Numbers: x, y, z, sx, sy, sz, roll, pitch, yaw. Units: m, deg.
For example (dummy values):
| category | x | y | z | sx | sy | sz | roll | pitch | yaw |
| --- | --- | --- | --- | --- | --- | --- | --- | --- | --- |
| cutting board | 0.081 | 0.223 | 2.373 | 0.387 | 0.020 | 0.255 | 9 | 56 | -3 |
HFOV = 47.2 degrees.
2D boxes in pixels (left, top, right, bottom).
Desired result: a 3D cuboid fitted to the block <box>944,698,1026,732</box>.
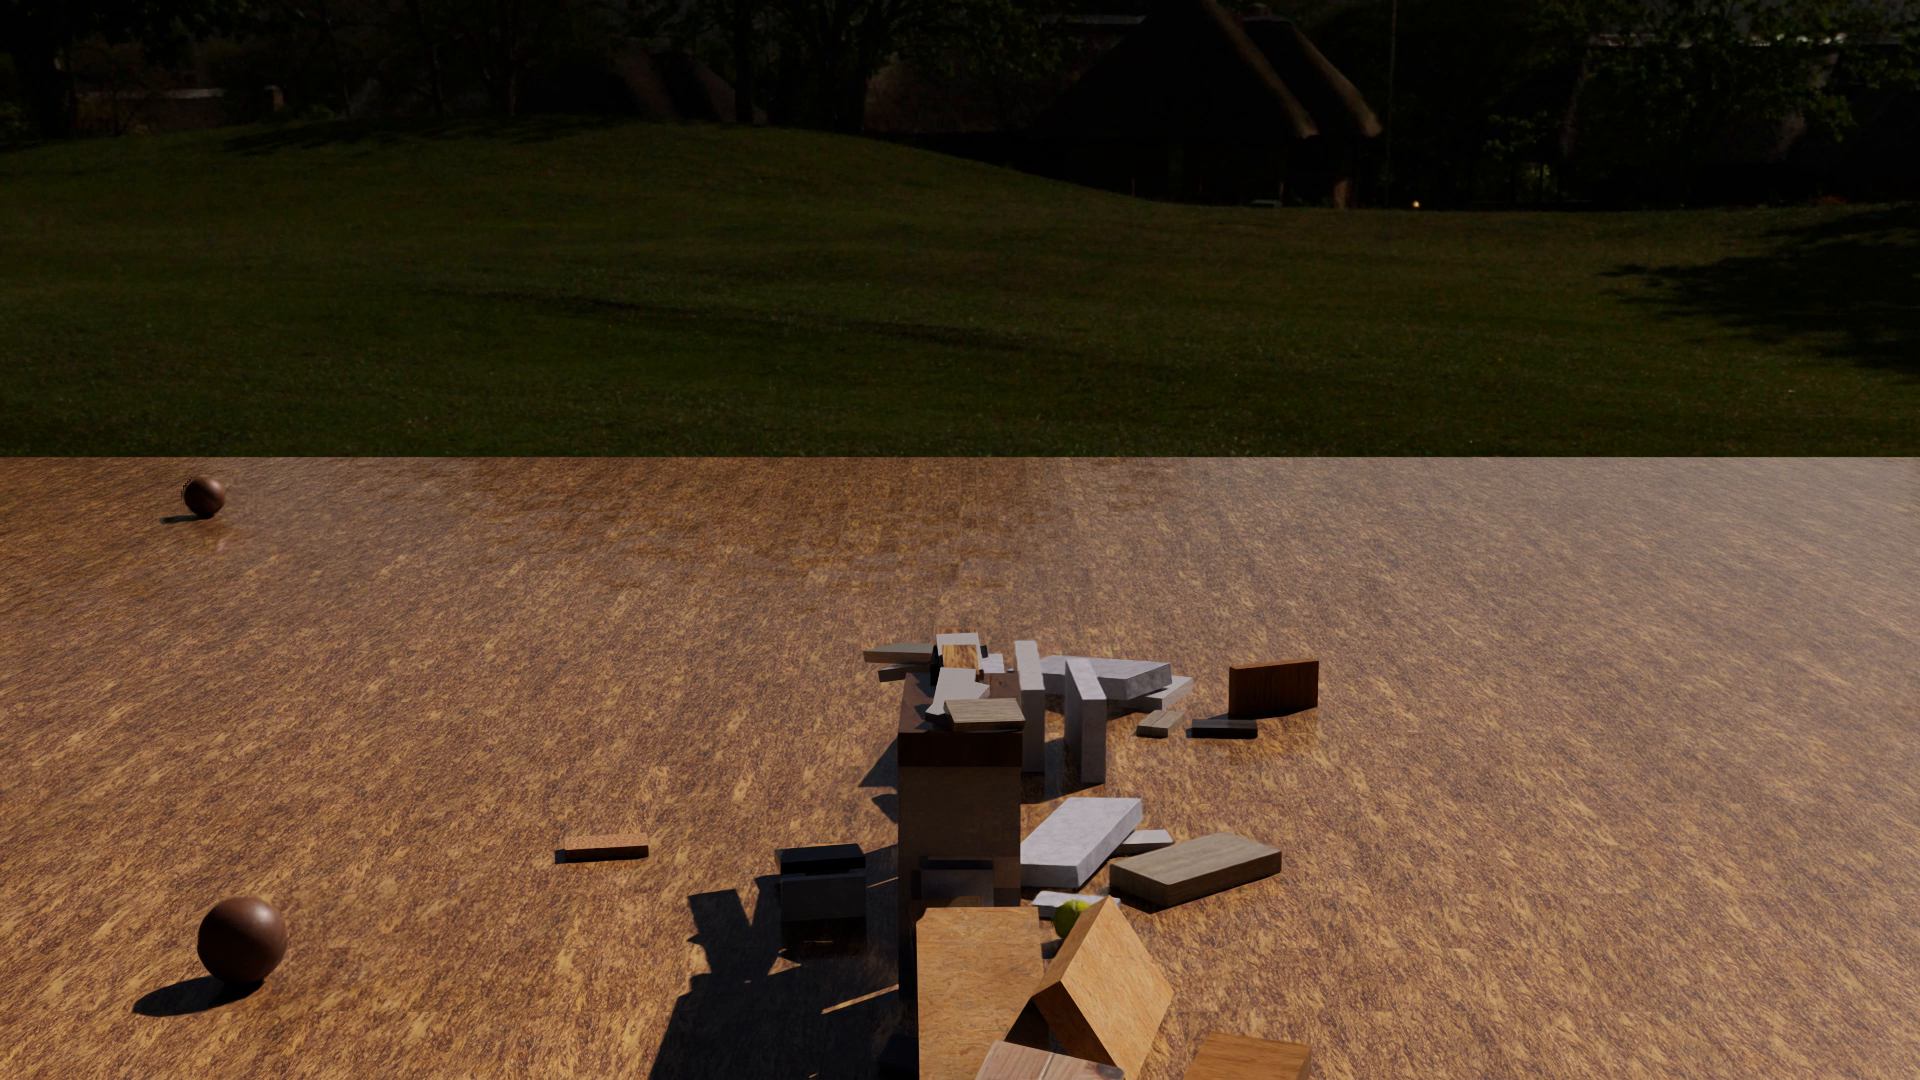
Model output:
| category | x | y | z | sx | sy | sz | roll | pitch | yaw |
| --- | --- | --- | --- | --- | --- | --- | --- | --- | --- |
| block | 0.035 | 0.250 | 3.150 | 0.107 | 0.015 | 0.054 | 0 | 33 | -18 |

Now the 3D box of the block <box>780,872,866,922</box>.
| category | x | y | z | sx | sy | sz | roll | pitch | yaw |
| --- | --- | --- | --- | --- | --- | --- | --- | --- | --- |
| block | -0.221 | 0.577 | 3.554 | 0.136 | 0.068 | 0.019 | -2 | 11 | -11 |

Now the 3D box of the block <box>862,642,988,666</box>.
| category | x | y | z | sx | sy | sz | roll | pitch | yaw |
| --- | --- | --- | --- | --- | --- | --- | --- | --- | --- |
| block | -0.063 | 0.193 | 3.718 | 0.072 | 0.021 | 0.366 | -11 | 3 | -24 |

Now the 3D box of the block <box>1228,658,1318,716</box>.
| category | x | y | z | sx | sy | sz | roll | pitch | yaw |
| --- | --- | --- | --- | --- | --- | --- | --- | --- | --- |
| block | 0.689 | 0.322 | 4.828 | 0.208 | 0.104 | 0.029 | -4 | 11 | -22 |

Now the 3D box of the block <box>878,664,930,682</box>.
| category | x | y | z | sx | sy | sz | roll | pitch | yaw |
| --- | --- | --- | --- | --- | --- | --- | --- | --- | --- |
| block | -0.057 | 0.214 | 3.678 | 0.144 | 0.020 | 0.072 | -9 | 3 | 26 |

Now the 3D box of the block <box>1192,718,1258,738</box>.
| category | x | y | z | sx | sy | sz | roll | pitch | yaw |
| --- | --- | --- | --- | --- | --- | --- | --- | --- | --- |
| block | 0.559 | 0.398 | 4.650 | 0.136 | 0.019 | 0.068 | 1 | 11 | 5 |

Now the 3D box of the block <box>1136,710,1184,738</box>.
| category | x | y | z | sx | sy | sz | roll | pitch | yaw |
| --- | --- | --- | --- | --- | --- | --- | --- | --- | --- |
| block | 0.429 | 0.391 | 4.689 | 0.068 | 0.019 | 0.136 | 4 | 11 | 20 |

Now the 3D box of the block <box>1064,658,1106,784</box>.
| category | x | y | z | sx | sy | sz | roll | pitch | yaw |
| --- | --- | --- | --- | --- | --- | --- | --- | --- | --- |
| block | 0.252 | 0.361 | 4.440 | 0.048 | 0.169 | 0.337 | 0 | 11 | -3 |

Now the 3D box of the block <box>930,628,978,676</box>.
| category | x | y | z | sx | sy | sz | roll | pitch | yaw |
| --- | --- | --- | --- | --- | --- | --- | --- | --- | --- |
| block | -0.009 | 0.179 | 3.520 | 0.067 | 0.019 | 0.134 | 1 | 23 | 4 |

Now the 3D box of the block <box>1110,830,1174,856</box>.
| category | x | y | z | sx | sy | sz | roll | pitch | yaw |
| --- | --- | --- | --- | --- | --- | --- | --- | --- | --- |
| block | 0.301 | 0.537 | 3.899 | 0.145 | 0.021 | 0.072 | -1 | 11 | -6 |

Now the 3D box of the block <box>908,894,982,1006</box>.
| category | x | y | z | sx | sy | sz | roll | pitch | yaw |
| --- | --- | --- | --- | --- | --- | --- | --- | --- | --- |
| block | -0.012 | 0.595 | 3.059 | 0.104 | 0.029 | 0.208 | -4 | 50 | -4 |

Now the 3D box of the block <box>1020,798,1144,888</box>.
| category | x | y | z | sx | sy | sz | roll | pitch | yaw |
| --- | --- | --- | --- | --- | --- | --- | --- | --- | --- |
| block | 0.198 | 0.523 | 3.830 | 0.138 | 0.039 | 0.340 | -2 | 12 | 24 |

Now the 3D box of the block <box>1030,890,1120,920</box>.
| category | x | y | z | sx | sy | sz | roll | pitch | yaw |
| --- | --- | --- | --- | --- | --- | --- | --- | --- | --- |
| block | 0.188 | 0.597 | 3.579 | 0.134 | 0.019 | 0.067 | 3 | 11 | 16 |

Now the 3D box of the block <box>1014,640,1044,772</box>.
| category | x | y | z | sx | sy | sz | roll | pitch | yaw |
| --- | --- | --- | --- | --- | --- | --- | --- | --- | --- |
| block | 0.142 | 0.339 | 4.557 | 0.048 | 0.169 | 0.426 | 0 | 11 | 0 |

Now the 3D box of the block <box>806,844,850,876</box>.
| category | x | y | z | sx | sy | sz | roll | pitch | yaw |
| --- | --- | --- | --- | --- | --- | --- | --- | --- | --- |
| block | -0.227 | 0.556 | 3.794 | 0.072 | 0.020 | 0.144 | 0 | 11 | -1 |

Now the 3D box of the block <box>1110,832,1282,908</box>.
| category | x | y | z | sx | sy | sz | roll | pitch | yaw |
| --- | --- | --- | --- | --- | --- | --- | --- | --- | --- |
| block | 0.402 | 0.557 | 3.737 | 0.276 | 0.039 | 0.138 | -8 | 14 | -39 |

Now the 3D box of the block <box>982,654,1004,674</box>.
| category | x | y | z | sx | sy | sz | roll | pitch | yaw |
| --- | --- | --- | --- | --- | --- | --- | --- | --- | --- |
| block | 0.005 | 0.250 | 3.800 | 0.145 | 0.041 | 0.290 | 0 | 10 | -1 |

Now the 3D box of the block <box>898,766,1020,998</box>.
| category | x | y | z | sx | sy | sz | roll | pitch | yaw |
| --- | --- | --- | --- | --- | --- | --- | --- | --- | --- |
| block | -0.001 | 0.491 | 3.220 | 0.178 | 0.355 | 0.050 | 0 | 6 | 0 |

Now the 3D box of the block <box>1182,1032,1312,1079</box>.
| category | x | y | z | sx | sy | sz | roll | pitch | yaw |
| --- | --- | --- | --- | --- | --- | --- | --- | --- | --- |
| block | 0.363 | 0.720 | 2.863 | 0.138 | 0.039 | 0.276 | 4 | 11 | 19 |

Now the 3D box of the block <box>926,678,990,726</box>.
| category | x | y | z | sx | sy | sz | roll | pitch | yaw |
| --- | --- | --- | --- | --- | --- | --- | --- | --- | --- |
| block | -0.003 | 0.237 | 3.197 | 0.054 | 0.015 | 0.107 | 12 | 29 | 22 |

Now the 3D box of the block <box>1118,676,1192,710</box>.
| category | x | y | z | sx | sy | sz | roll | pitch | yaw |
| --- | --- | --- | --- | --- | --- | --- | --- | --- | --- |
| block | 0.439 | 0.340 | 4.932 | 0.104 | 0.029 | 0.208 | 5 | 12 | 24 |

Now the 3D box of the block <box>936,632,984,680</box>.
| category | x | y | z | sx | sy | sz | roll | pitch | yaw |
| --- | --- | --- | --- | --- | --- | --- | --- | --- | --- |
| block | -0.001 | 0.184 | 3.459 | 0.067 | 0.019 | 0.134 | -2 | 23 | -3 |

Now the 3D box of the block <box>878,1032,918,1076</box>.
| category | x | y | z | sx | sy | sz | roll | pitch | yaw |
| --- | --- | --- | --- | --- | --- | --- | --- | --- | --- |
| block | -0.059 | 0.699 | 2.977 | 0.095 | 0.014 | 0.048 | 6 | 46 | 30 |

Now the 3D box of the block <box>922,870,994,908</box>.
| category | x | y | z | sx | sy | sz | roll | pitch | yaw |
| --- | --- | --- | --- | --- | --- | --- | --- | --- | --- |
| block | -0.003 | 0.579 | 3.163 | 0.104 | 0.208 | 0.029 | 0 | -9 | 0 |

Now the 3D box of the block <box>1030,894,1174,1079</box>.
| category | x | y | z | sx | sy | sz | roll | pitch | yaw |
| --- | --- | --- | --- | --- | --- | --- | --- | --- | --- |
| block | 0.201 | 0.625 | 3.024 | 0.048 | 0.169 | 0.338 | -33 | 0 | 18 |

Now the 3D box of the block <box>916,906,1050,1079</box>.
| category | x | y | z | sx | sy | sz | roll | pitch | yaw |
| --- | --- | --- | --- | --- | --- | --- | --- | --- | --- |
| block | 0.029 | 0.633 | 2.912 | 0.169 | 0.048 | 0.369 | 0 | 34 | -2 |

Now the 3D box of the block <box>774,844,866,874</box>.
| category | x | y | z | sx | sy | sz | roll | pitch | yaw |
| --- | --- | --- | --- | --- | --- | --- | --- | --- | --- |
| block | -0.240 | 0.544 | 3.751 | 0.145 | 0.021 | 0.072 | -3 | 11 | -13 |

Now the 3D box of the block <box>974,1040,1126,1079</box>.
| category | x | y | z | sx | sy | sz | roll | pitch | yaw |
| --- | --- | --- | --- | --- | --- | --- | --- | --- | --- |
| block | 0.075 | 0.724 | 2.622 | 0.169 | 0.048 | 0.338 | 10 | 22 | 14 |

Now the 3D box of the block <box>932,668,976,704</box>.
| category | x | y | z | sx | sy | sz | roll | pitch | yaw |
| --- | --- | --- | --- | --- | --- | --- | --- | --- | --- |
| block | -0.008 | 0.223 | 3.257 | 0.054 | 0.015 | 0.107 | 3 | 27 | 5 |

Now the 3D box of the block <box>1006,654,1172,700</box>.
| category | x | y | z | sx | sy | sz | roll | pitch | yaw |
| --- | --- | --- | --- | --- | --- | --- | --- | --- | --- |
| block | 0.289 | 0.308 | 4.949 | 0.338 | 0.048 | 0.169 | 1 | 11 | 41 |

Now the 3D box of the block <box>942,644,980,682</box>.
| category | x | y | z | sx | sy | sz | roll | pitch | yaw |
| --- | --- | --- | --- | --- | --- | --- | --- | --- | --- |
| block | 0.000 | 0.191 | 3.395 | 0.054 | 0.015 | 0.107 | 0 | 23 | -2 |

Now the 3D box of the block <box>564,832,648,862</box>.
| category | x | y | z | sx | sy | sz | roll | pitch | yaw |
| --- | --- | --- | --- | --- | --- | --- | --- | --- | --- |
| block | -0.623 | 0.541 | 3.878 | 0.144 | 0.020 | 0.072 | -2 | 11 | -10 |

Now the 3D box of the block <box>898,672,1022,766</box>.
| category | x | y | z | sx | sy | sz | roll | pitch | yaw |
| --- | --- | --- | --- | --- | --- | --- | --- | --- | --- |
| block | 0.002 | 0.267 | 3.309 | 0.178 | 0.050 | 0.356 | 0 | 10 | 1 |
